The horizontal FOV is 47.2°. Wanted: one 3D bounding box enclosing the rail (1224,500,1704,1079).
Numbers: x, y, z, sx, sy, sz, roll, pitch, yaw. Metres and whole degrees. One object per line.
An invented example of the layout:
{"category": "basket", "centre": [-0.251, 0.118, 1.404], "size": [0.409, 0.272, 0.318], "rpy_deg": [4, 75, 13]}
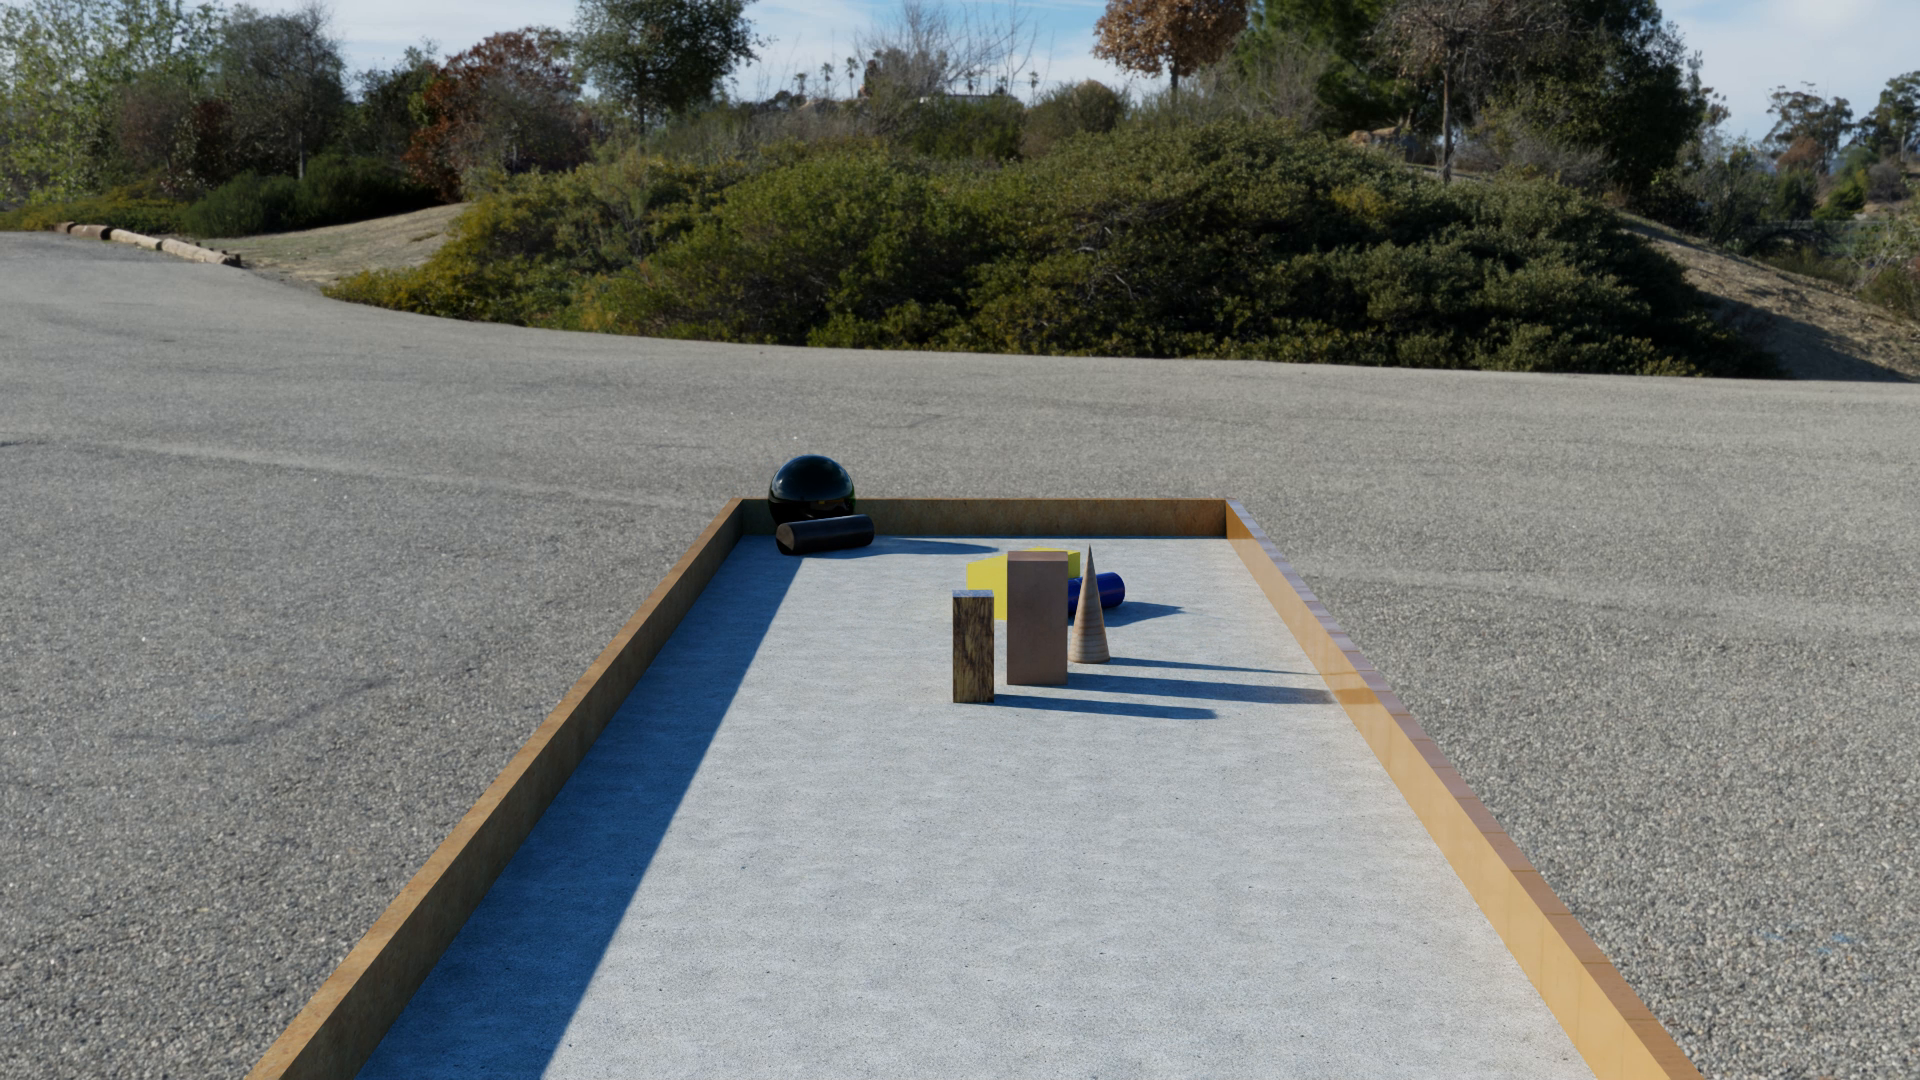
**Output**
{"category": "rail", "centre": [1.046, 0.843, 3.208], "size": [0.050, 0.150, 12.000], "rpy_deg": [0, 9, 1]}

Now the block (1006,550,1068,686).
{"category": "block", "centre": [0.226, 0.226, 6.419], "size": [0.176, 0.364, 0.176], "rpy_deg": [0, 9, 2]}

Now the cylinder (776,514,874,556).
{"category": "cylinder", "centre": [-0.534, -0.022, 8.745], "size": [0.389, 0.126, 0.126], "rpy_deg": [-7, 11, -38]}

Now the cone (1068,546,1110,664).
{"category": "cone", "centre": [0.393, 0.184, 6.681], "size": [0.132, 0.365, 0.132], "rpy_deg": [0, 9, 0]}

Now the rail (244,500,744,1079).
{"category": "rail", "centre": [-1.004, 0.839, 3.234], "size": [0.050, 0.150, 12.000], "rpy_deg": [0, 9, 1]}

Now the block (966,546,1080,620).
{"category": "block", "centre": [0.220, 0.146, 7.524], "size": [0.176, 0.176, 0.432], "rpy_deg": [6, 11, 35]}

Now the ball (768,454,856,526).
{"category": "ball", "centre": [-0.603, -0.170, 8.941], "size": [0.357, 0.357, 0.357], "rpy_deg": [0, 9, 0]}

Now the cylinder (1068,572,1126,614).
{"category": "cylinder", "centre": [0.377, 0.190, 7.423], "size": [0.396, 0.120, 0.120], "rpy_deg": [-8, 12, -41]}

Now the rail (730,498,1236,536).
{"category": "rail", "centre": [0.099, -0.098, 9.147], "size": [2.100, 0.150, 0.050], "rpy_deg": [0, 9, 1]}

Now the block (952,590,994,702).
{"category": "block", "centre": [0.036, 0.297, 6.174], "size": [0.114, 0.300, 0.114], "rpy_deg": [0, 9, -2]}
